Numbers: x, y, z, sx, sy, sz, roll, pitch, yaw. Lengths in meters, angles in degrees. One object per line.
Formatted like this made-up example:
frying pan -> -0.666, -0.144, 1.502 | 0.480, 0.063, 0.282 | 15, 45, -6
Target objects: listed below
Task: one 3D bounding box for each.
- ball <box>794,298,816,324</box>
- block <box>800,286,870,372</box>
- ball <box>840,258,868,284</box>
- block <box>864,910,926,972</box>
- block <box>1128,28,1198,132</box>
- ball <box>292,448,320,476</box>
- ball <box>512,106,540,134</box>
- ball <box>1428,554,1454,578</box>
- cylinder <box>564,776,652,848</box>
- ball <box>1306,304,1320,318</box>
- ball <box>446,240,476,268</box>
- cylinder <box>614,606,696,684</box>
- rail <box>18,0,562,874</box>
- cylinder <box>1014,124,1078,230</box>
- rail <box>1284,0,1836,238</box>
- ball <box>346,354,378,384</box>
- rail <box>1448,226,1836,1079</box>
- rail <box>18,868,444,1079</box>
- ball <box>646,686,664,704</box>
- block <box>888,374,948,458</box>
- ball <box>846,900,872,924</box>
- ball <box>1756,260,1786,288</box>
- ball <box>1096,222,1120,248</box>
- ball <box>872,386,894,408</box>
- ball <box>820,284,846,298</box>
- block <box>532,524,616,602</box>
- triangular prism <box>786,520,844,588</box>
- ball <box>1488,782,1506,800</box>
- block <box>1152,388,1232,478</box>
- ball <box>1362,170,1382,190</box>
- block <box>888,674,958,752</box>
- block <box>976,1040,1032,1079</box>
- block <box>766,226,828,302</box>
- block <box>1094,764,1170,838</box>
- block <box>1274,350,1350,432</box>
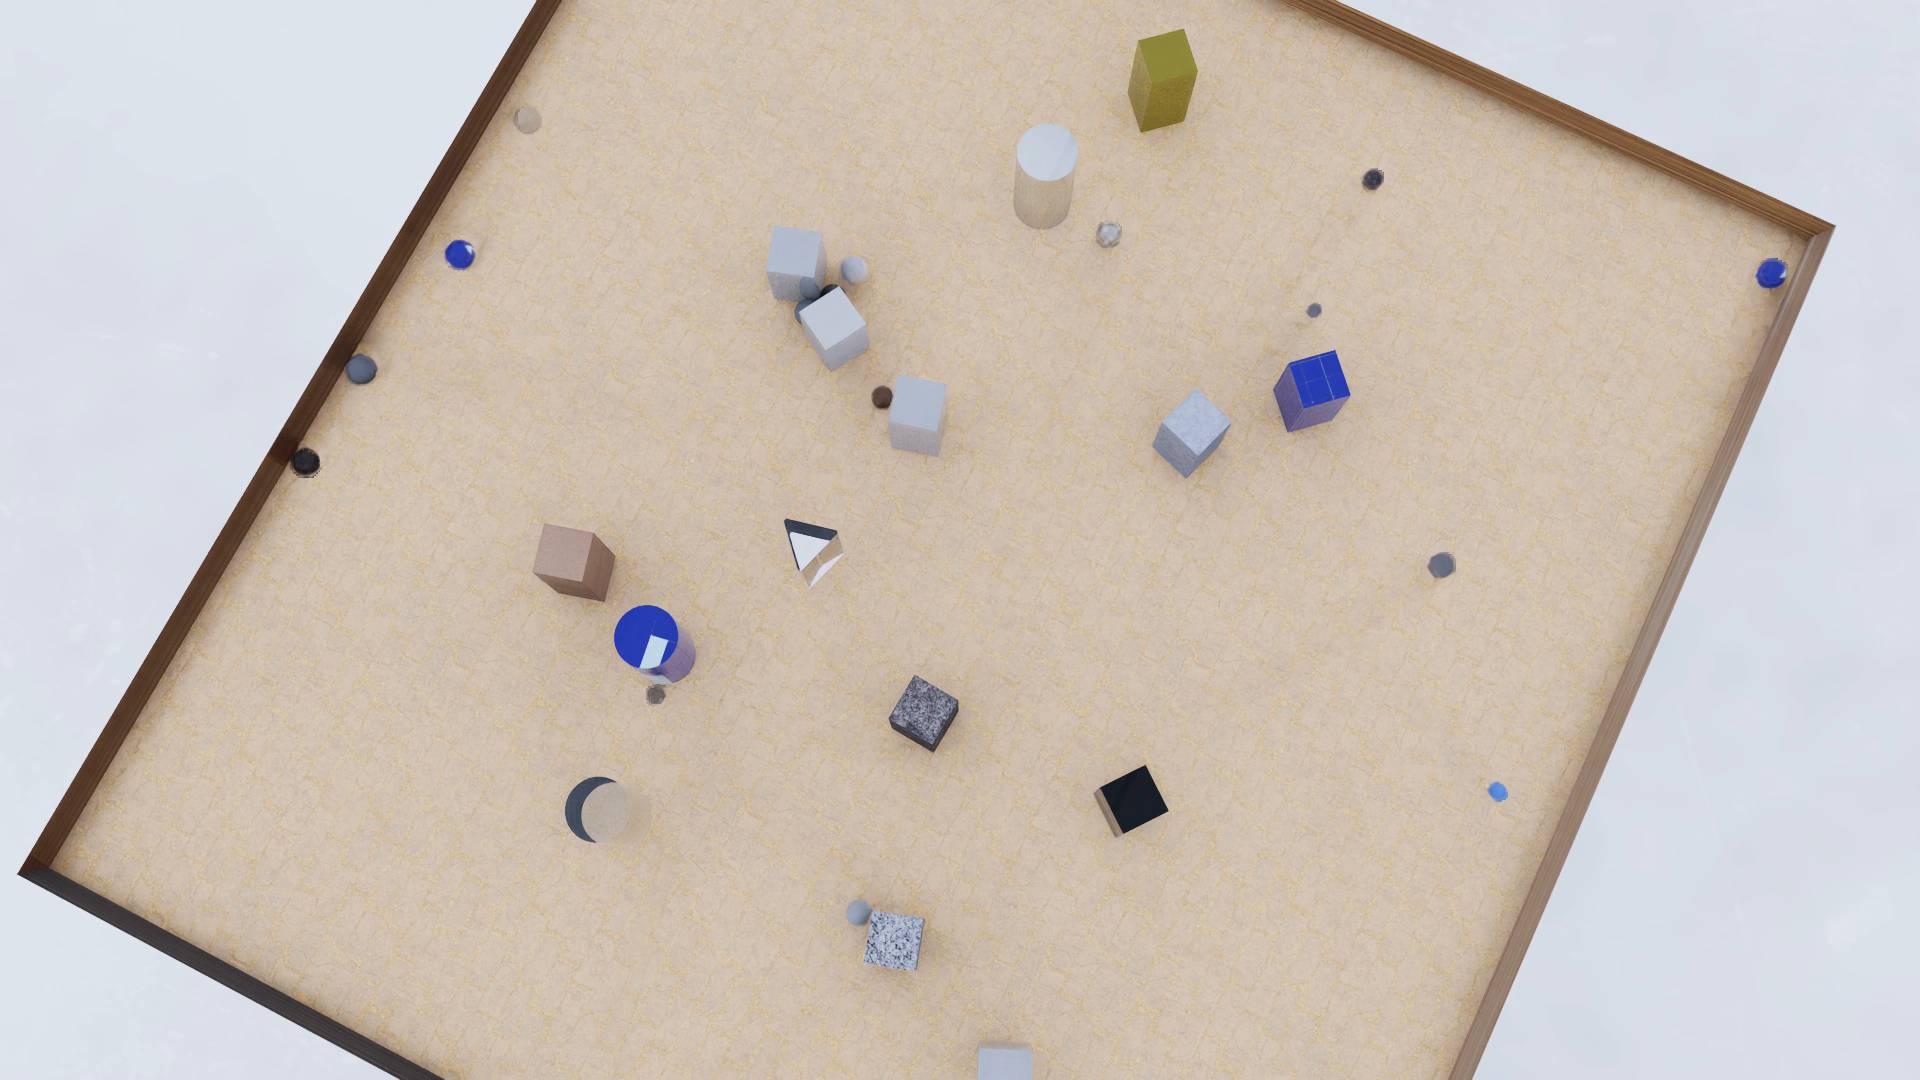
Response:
ball -> -0.473, -0.709, 5.719 | 0.086, 0.086, 0.086 | 0, 78, 0
block -> -0.384, -0.645, 5.632 | 0.146, 0.231, 0.146 | -34, 80, -7
ball -> -0.330, -0.843, 5.746 | 0.087, 0.087, 0.087 | 0, 78, 0
block -> -0.186, 1.148, 5.255 | 0.146, 0.243, 0.146 | 9, 78, 2
block -> 0.631, -1.432, 5.730 | 0.146, 0.356, 0.146 | -15, 79, -3
ball -> -2.006, -0.239, 5.622 | 0.086, 0.086, 0.086 | 0, 78, 0
ball -> -1.384, -1.342, 5.850 | 0.085, 0.085, 0.085 | 0, 78, 0
ball -> 1.460, 0.079, 5.561 | 0.076, 0.076, 0.076 | 0, 78, 0
cylinder -> -1.007, 0.786, 5.269 | 0.183, 0.363, 0.183 | 0, 78, 0
ball -> 1.107, -0.717, 5.743 | 0.043, 0.043, 0.043 | 0, 78, 0
ball -> -1.569, -0.897, 5.756 | 0.090, 0.090, 0.090 | 0, 78, 0
cylinder -> -0.890, 0.310, 5.371 | 0.183, 0.356, 0.183 | 0, 78, 0
rail -> -1.763, -0.857, 5.732 | 0.045, 0.119, 4.214 | 26, 80, 5
cylinder -> 0.261, -1.115, 5.647 | 0.183, 0.392, 0.183 | 0, 78, 0
rail -> 0.932, -1.819, 5.931 | 3.990, 0.119, 0.045 | 26, 80, 5
ball -> -1.854, -0.529, 5.679 | 0.091, 0.091, 0.091 | 0, 78, 0
rail -> 1.763, 0.870, 5.375 | 0.045, 0.119, 4.214 | 26, 80, 5
rail -> -0.932, 1.831, 5.176 | 3.990, 0.119, 0.045 | 26, 80, 5
ball -> -0.912, 0.466, 5.492 | 0.054, 0.054, 0.054 | 0, 78, 0
block -> -0.125, -0.372, 5.534 | 0.146, 0.311, 0.146 | 12, 79, 2
ball -> -0.295, 1.086, 5.356 | 0.072, 0.072, 0.072 | 0, 78, 0
ball -> 2.542, -0.832, 5.743 | 0.089, 0.089, 0.089 | 0, 78, 0
ball -> 0.467, -0.959, 5.773 | 0.081, 0.081, 0.081 | 0, 78, 0
ball -> -0.240, -0.442, 5.672 | 0.070, 0.070, 0.070 | 0, 78, 0
ball -> -0.397, -0.761, 5.732 | 0.081, 0.081, 0.081 | 0, 78, 0
block -> -1.139, 0.070, 5.425 | 0.146, 0.345, 0.146 | 11, 79, 2
triangular prism -> -0.459, 0.016, 5.461 | 0.137, 0.298, 0.158 | 43, 81, 8
ball -> 1.593, 0.743, 5.437 | 0.051, 0.051, 0.051 | 0, 78, 0
block -> 0.698, -0.319, 5.535 | 0.146, 0.289, 0.146 | 44, 82, 8
ball -> 1.310, -1.142, 5.820 | 0.063, 0.063, 0.063 | 0, 78, 0
block -> -0.104, 0.511, 5.366 | 0.146, 0.282, 0.146 | 30, 80, 6
block -> 0.122, 1.497, 5.152 | 0.146, 0.302, 0.146 | 3, 78, 1
block -> -0.502, -0.845, 5.660 | 0.146, 0.257, 0.146 | 8, 78, 2
block -> 0.494, 0.762, 5.322 | 0.146, 0.268, 0.146 | -26, 79, -5
block -> 1.066, -0.449, 5.567 | 0.146, 0.279, 0.146 | -16, 79, -3
